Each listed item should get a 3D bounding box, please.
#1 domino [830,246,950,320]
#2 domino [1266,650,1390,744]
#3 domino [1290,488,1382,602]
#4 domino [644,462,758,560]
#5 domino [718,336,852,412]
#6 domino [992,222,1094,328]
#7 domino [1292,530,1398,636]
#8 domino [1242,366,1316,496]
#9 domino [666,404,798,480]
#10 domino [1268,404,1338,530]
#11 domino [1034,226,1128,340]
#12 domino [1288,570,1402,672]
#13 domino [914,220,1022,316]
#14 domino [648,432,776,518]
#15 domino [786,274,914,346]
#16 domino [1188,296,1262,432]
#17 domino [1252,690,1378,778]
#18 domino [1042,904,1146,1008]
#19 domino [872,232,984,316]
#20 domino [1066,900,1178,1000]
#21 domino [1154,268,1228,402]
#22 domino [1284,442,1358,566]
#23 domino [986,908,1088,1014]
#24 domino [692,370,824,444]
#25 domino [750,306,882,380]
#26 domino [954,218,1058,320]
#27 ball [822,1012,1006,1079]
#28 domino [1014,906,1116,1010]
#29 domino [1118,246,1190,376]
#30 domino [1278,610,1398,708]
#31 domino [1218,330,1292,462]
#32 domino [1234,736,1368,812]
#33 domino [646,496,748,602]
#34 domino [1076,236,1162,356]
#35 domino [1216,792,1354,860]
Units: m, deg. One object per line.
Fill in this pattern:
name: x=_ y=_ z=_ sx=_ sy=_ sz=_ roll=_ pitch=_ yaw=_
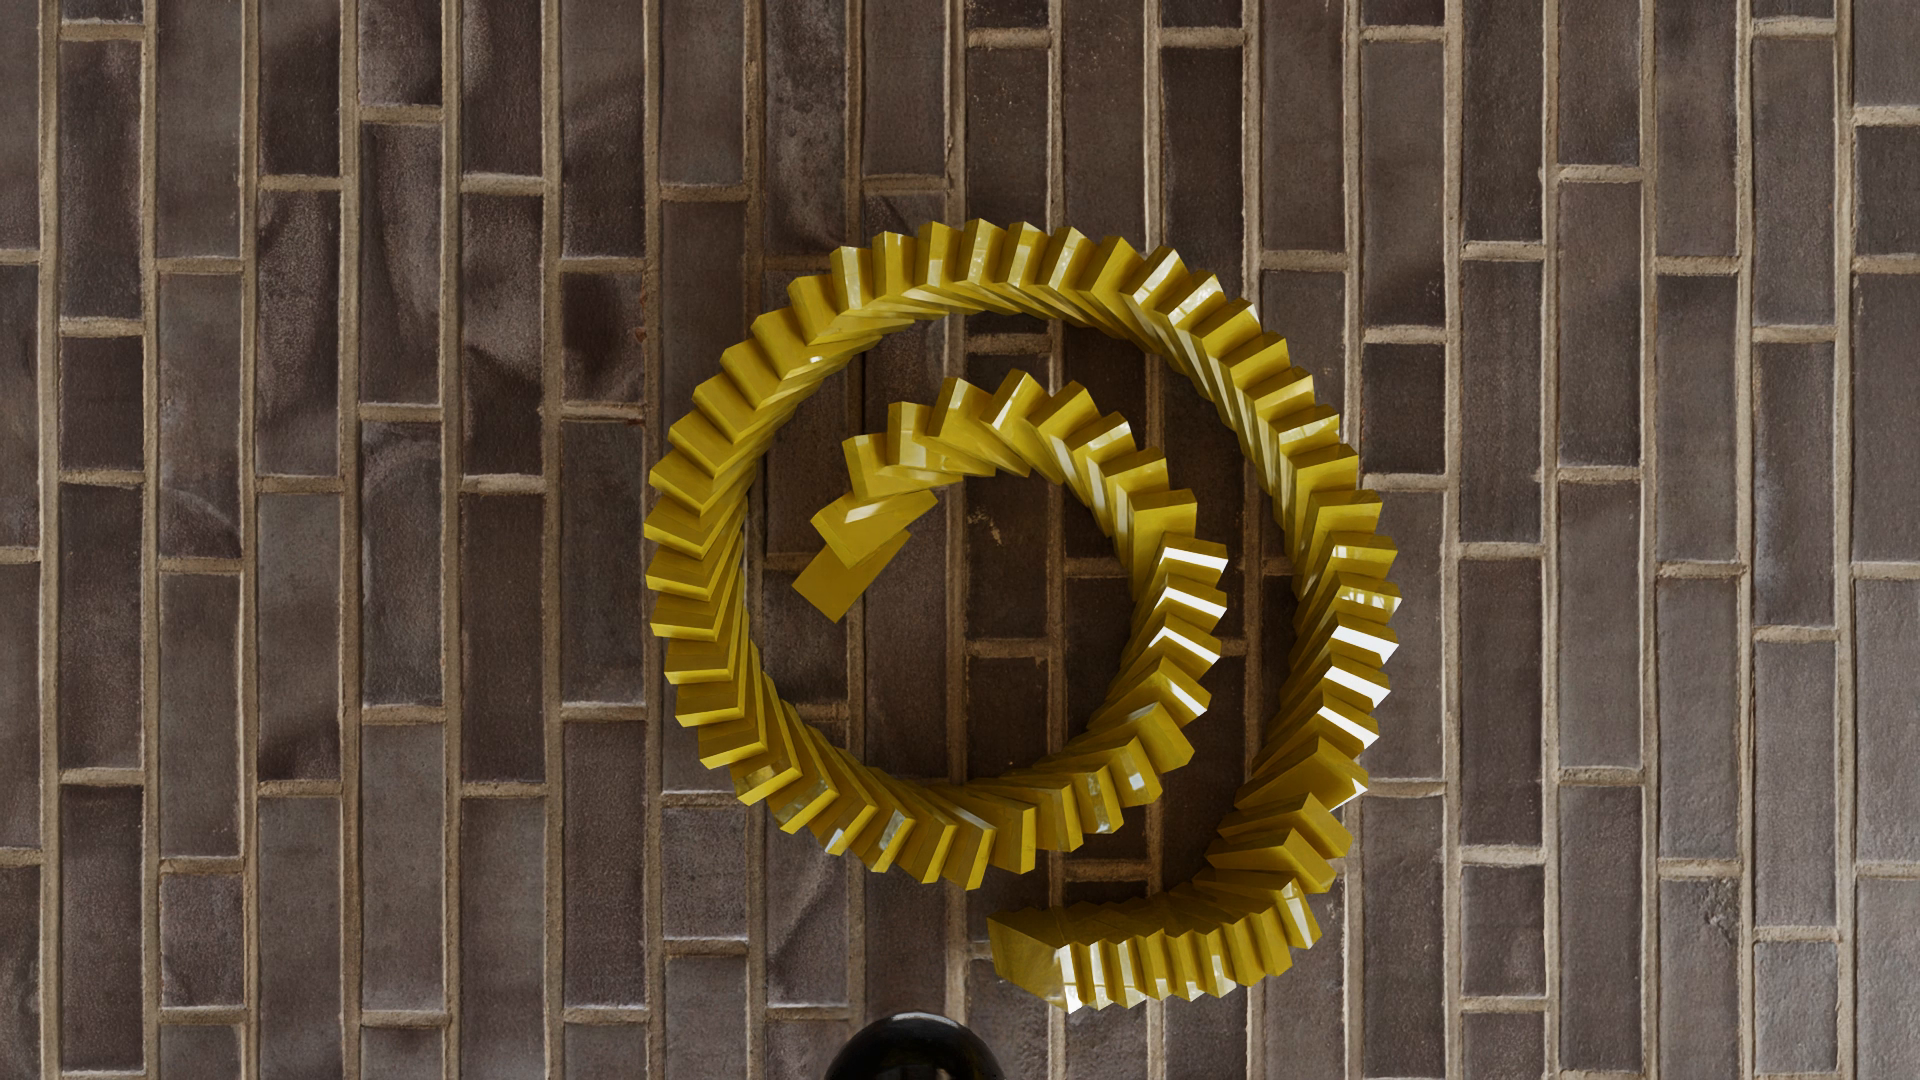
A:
domino: x=-0.029 y=-0.106 z=0.381 sx=0.050 sy=0.009 sz=0.025 roll=-8 pitch=90 yaw=-38
domino: x=0.152 y=0.071 z=0.381 sx=0.025 sy=0.009 sz=0.050 roll=23 pitch=127 yaw=0
domino: x=0.156 y=0.003 z=0.381 sx=0.025 sy=0.009 sz=0.050 roll=-4 pitch=128 yaw=0
domino: x=-0.107 y=-0.017 z=0.381 sx=0.025 sy=0.010 sz=0.050 roll=22 pitch=51 yaw=0
domino: x=-0.072 y=-0.075 z=0.381 sx=0.050 sy=0.009 sz=0.025 roll=-36 pitch=90 yaw=-38
domino: x=0.039 y=-0.109 z=0.381 sx=0.050 sy=0.010 sz=0.025 roll=16 pitch=90 yaw=-37
domino: x=0.159 y=0.020 z=0.381 sx=0.025 sy=0.010 sz=0.050 roll=5 pitch=128 yaw=-1
domino: x=0.135 y=-0.045 z=0.381 sx=0.025 sy=0.010 sz=0.050 roll=-24 pitch=127 yaw=0
domino: x=-0.094 y=-0.049 z=0.381 sx=0.025 sy=0.009 sz=0.050 roll=41 pitch=52 yaw=1
domino: x=0.143 y=-0.030 z=0.381 sx=0.025 sy=0.010 sz=0.050 roll=-18 pitch=127 yaw=0
domino: x=0.055 y=-0.106 z=0.381 sx=0.050 sy=0.009 sz=0.025 roll=22 pitch=90 yaw=-37
domino: x=0.159 y=0.037 z=0.381 sx=0.025 sy=0.009 sz=0.050 roll=12 pitch=127 yaw=-1
domino: x=0.005 y=-0.112 z=0.381 sx=0.050 sy=0.010 sz=0.025 roll=6 pitch=90 yaw=-37
domino: x=-0.102 y=-0.034 z=0.381 sx=0.025 sy=0.009 sz=0.050 roll=34 pitch=52 yaw=1
domino: x=-0.045 y=-0.097 z=0.381 sx=0.050 sy=0.010 sz=0.025 roll=-19 pitch=90 yaw=-38
domino: x=0.115 y=-0.072 z=0.381 sx=0.025 sy=0.010 sz=0.050 roll=-34 pitch=127 yaw=0
domino: x=0.147 y=0.087 z=0.381 sx=0.025 sy=0.009 sz=0.050 roll=29 pitch=127 yaw=0
domino: x=0.053 y=0.170 z=0.376 sx=0.010 sy=0.050 sz=0.025 roll=-10 pitch=90 yaw=-33
domino: x=-0.012 y=-0.110 z=0.381 sx=0.050 sy=0.010 sz=0.025 roll=-2 pitch=89 yaw=-38
domino: x=0.065 y=0.167 z=0.376 sx=0.009 sy=0.050 sz=0.025 roll=-13 pitch=90 yaw=-32
domino: x=0.102 y=-0.084 z=0.381 sx=0.025 sy=0.009 sz=0.050 roll=-42 pitch=128 yaw=-1
domino: x=0.150 y=-0.014 z=0.381 sx=0.025 sy=0.009 sz=0.050 roll=-14 pitch=127 yaw=0
domino: x=0.031 y=0.172 z=0.376 sx=0.010 sy=0.050 sz=0.025 roll=-10 pitch=90 yaw=-33
domino: x=-0.083 y=-0.063 z=0.381 sx=0.025 sy=0.009 sz=0.050 roll=48 pitch=52 yaw=0
domino: x=-0.059 y=-0.086 z=0.381 sx=0.050 sy=0.010 sz=0.025 roll=-30 pitch=90 yaw=-38
domino: x=0.022 y=-0.112 z=0.381 sx=0.050 sy=0.009 sz=0.025 roll=12 pitch=90 yaw=-37
ball: x=-0.018 y=0.230 z=0.360 sx=0.080 sy=0.080 sz=0.080 roll=0 pitch=90 yaw=0
domino: x=0.042 y=0.170 z=0.376 sx=0.009 sy=0.050 sz=0.025 roll=-10 pitch=90 yaw=-33
domino: x=0.089 y=-0.094 z=0.381 sx=0.025 sy=0.009 sz=0.050 roll=-49 pitch=128 yaw=0
domino: x=0.156 y=0.054 z=0.381 sx=0.025 sy=0.010 sz=0.050 roll=18 pitch=127 yaw=-1
domino: x=0.126 y=-0.059 z=0.381 sx=0.025 sy=0.009 sz=0.050 roll=-29 pitch=127 yaw=0
domino: x=0.141 y=0.104 z=0.380 sx=0.025 sy=0.009 sz=0.050 roll=37 pitch=130 yaw=-1
domino: x=-0.108 y=0.000 z=0.381 sx=0.025 sy=0.010 sz=0.050 roll=13 pitch=52 yaw=0
domino: x=0.072 y=-0.101 z=0.381 sx=0.050 sy=0.009 sz=0.025 roll=29 pitch=90 yaw=-38
domino: x=0.133 y=0.121 z=0.377 sx=0.025 sy=0.050 sz=0.009 roll=46 pitch=53 yaw=0
